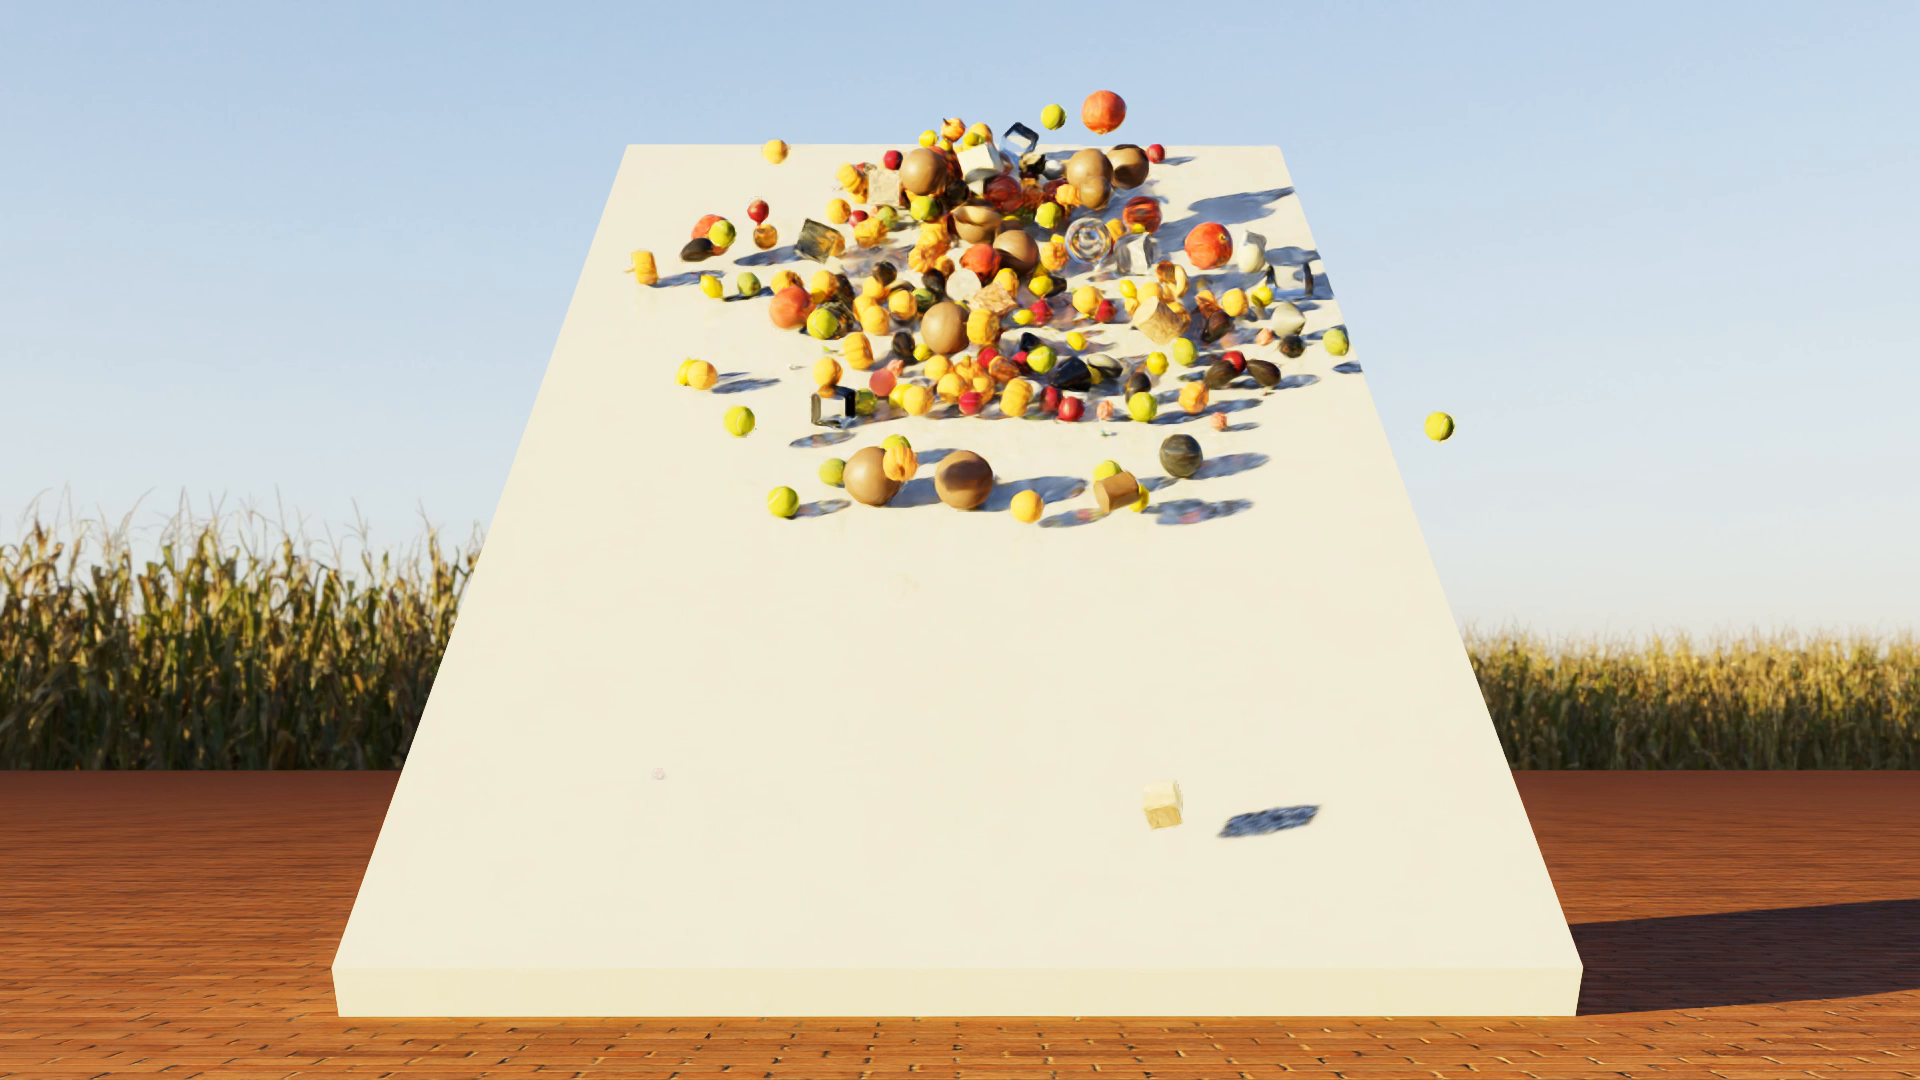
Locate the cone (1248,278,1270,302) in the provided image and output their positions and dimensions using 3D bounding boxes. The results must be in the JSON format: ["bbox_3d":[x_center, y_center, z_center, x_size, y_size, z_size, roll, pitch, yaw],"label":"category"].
[{"bbox_3d":[0.790,-0.661,6.245,0.060,0.060,0.060,12,28,-7],"label":"cone"}]

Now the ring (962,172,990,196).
[{"bbox_3d":[0.046,-1.016,6.732,0.034,0.103,0.103,-35,10,-24],"label":"ring"}]

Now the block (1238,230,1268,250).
[{"bbox_3d":[0.795,-0.802,6.499,0.058,0.058,0.058,15,18,-8],"label":"block"}]

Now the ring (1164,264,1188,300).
[{"bbox_3d":[0.565,-0.675,6.239,0.031,0.094,0.094,-10,-1,-23],"label":"ring"}]

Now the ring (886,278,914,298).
[{"bbox_3d":[-0.154,-0.655,6.229,0.075,0.025,0.075,11,-26,6],"label":"ring"}]

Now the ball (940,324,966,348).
[{"bbox_3d":[-0.018,-0.506,5.944,0.060,0.060,0.060,0,-5,0],"label":"ball"}]

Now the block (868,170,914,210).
[{"bbox_3d":[-0.194,-0.981,6.703,0.094,0.094,0.094,5,3,22],"label":"block"}]

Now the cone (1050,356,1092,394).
[{"bbox_3d":[0.245,-0.376,5.680,0.096,0.096,0.096,-25,11,-37],"label":"cone"}]

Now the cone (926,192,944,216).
[{"bbox_3d":[-0.081,-0.964,6.806,0.068,0.068,0.068,0,28,0],"label":"cone"}]

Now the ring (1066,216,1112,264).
[{"bbox_3d":[0.329,-0.768,6.132,0.123,0.123,0.041,1,0,-10],"label":"ring"}]

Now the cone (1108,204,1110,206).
[{"bbox_3d":[0.410,-0.970,6.867,0.055,0.055,0.055,13,-12,-37],"label":"cone"}]

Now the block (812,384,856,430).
[{"bbox_3d":[-0.296,-0.311,5.586,0.075,0.075,0.075,13,31,22],"label":"block"}]

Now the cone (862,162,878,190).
[{"bbox_3d":[-0.221,-1.047,6.870,0.090,0.090,0.090,-5,-7,24],"label":"cone"}]

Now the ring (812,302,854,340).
[{"bbox_3d":[-0.309,-0.534,5.836,0.107,0.107,0.036,2,37,-19],"label":"ring"}]

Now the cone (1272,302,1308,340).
[{"bbox_3d":[0.845,-0.548,5.979,0.093,0.093,0.093,2,3,-23],"label":"cone"}]

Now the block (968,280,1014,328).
[{"bbox_3d":[0.080,-0.599,6.073,0.075,0.075,0.075,-28,-12,-22],"label":"block"}]

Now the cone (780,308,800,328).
[{"bbox_3d":[-0.426,-0.566,6.102,0.053,0.053,0.053,-1,1,12],"label":"cone"}]

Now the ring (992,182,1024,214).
[{"bbox_3d":[0.137,-0.972,6.803,0.037,0.110,0.110,-44,-24,19],"label":"ring"}]

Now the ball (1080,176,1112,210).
[{"bbox_3d":[0.350,-0.895,6.161,0.086,0.086,0.086,0,-5,0],"label":"ball"}]

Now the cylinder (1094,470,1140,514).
[{"bbox_3d":[0.333,-0.102,5.074,0.073,0.073,0.073,-19,1,-18],"label":"cylinder"}]

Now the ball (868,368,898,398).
[{"bbox_3d":[-0.184,-0.375,5.715,0.067,0.067,0.067,0,-5,0],"label":"ball"}]

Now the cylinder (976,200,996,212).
[{"bbox_3d":[0.072,-0.917,6.722,0.054,0.054,0.054,2,-46,2],"label":"cylinder"}]

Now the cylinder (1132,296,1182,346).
[{"bbox_3d":[0.489,-0.541,5.920,0.089,0.089,0.089,37,-23,-25],"label":"cylinder"}]

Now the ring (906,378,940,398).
[{"bbox_3d":[-0.087,-0.365,5.738,0.083,0.028,0.083,0,29,0],"label":"ring"}]

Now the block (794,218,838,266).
[{"bbox_3d":[-0.382,-0.791,6.350,0.090,0.090,0.090,21,-1,-4],"label":"block"}]

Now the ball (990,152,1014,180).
[{"bbox_3d":[0.112,-1.069,6.835,0.081,0.081,0.081,0,-5,0],"label":"ball"}]

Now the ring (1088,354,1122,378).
[{"bbox_3d":[0.351,-0.422,5.794,0.091,0.030,0.091,21,-15,6],"label":"ring"}]

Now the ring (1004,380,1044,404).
[{"bbox_3d":[0.154,-0.354,5.716,0.094,0.031,0.094,-1,29,1],"label":"ring"}]

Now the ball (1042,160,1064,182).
[{"bbox_3d":[0.270,-1.072,6.941,0.059,0.059,0.059,0,-5,0],"label":"ball"}]

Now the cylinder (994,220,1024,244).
[{"bbox_3d":[0.131,-0.830,6.438,0.062,0.062,0.062,3,-6,-17],"label":"cylinder"}]

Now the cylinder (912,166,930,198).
[{"bbox_3d":[-0.125,-1.032,6.899,0.070,0.070,0.070,1,-18,-7],"label":"cylinder"}]

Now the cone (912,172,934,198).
[{"bbox_3d":[-0.115,-1.018,6.786,0.067,0.067,0.067,-18,24,8],"label":"cone"}]

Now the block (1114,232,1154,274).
[{"bbox_3d":[0.451,-0.743,6.201,0.078,0.078,0.078,-5,25,20],"label":"block"}]

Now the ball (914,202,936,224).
[{"bbox_3d":[-0.096,-0.916,6.685,0.063,0.063,0.063,0,-5,0],"label":"ball"}]

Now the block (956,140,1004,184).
[{"bbox_3d":[0.057,-1.045,6.618,0.088,0.088,0.088,-16,11,20],"label":"block"}]

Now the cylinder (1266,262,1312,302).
[{"bbox_3d":[0.860,-0.676,6.247,0.096,0.096,0.096,-7,-4,-11],"label":"cylinder"}]

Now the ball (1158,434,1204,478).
[{"bbox_3d":[0.493,-0.189,5.339,0.099,0.099,0.099,0,-5,0],"label":"ball"}]

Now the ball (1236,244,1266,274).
[{"bbox_3d":[0.763,-0.737,6.263,0.076,0.076,0.076,0,-5,0],"label":"ball"}]

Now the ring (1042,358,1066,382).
[{"bbox_3d":[0.255,-0.413,5.820,0.111,0.037,0.111,1,28,-1],"label":"ring"}]

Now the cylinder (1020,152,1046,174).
[{"bbox_3d":[0.207,-1.070,6.784,0.057,0.057,0.057,12,0,22],"label":"cylinder"}]

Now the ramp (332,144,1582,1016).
[{"bbox_3d":[-0.012,-0.221,5.605,2.000,0.100,4.000,0,28,0],"label":"ramp"}]

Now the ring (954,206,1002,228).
[{"bbox_3d":[0.048,-0.862,6.384,0.134,0.045,0.134,10,5,-1],"label":"ring"}]

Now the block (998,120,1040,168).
[{"bbox_3d":[0.174,-1.183,7.153,0.082,0.082,0.082,33,-35,11],"label":"block"}]

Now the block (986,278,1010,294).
[{"bbox_3d":[0.100,-0.645,6.230,0.053,0.053,0.053,-6,30,-12],"label":"block"}]

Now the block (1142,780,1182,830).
[{"bbox_3d":[0.343,0.449,4.052,0.054,0.054,0.054,-11,-46,13],"label":"block"}]

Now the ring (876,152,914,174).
[{"bbox_3d":[-0.184,-1.061,6.812,0.111,0.111,0.037,-1,-34,14],"label":"ring"}]
